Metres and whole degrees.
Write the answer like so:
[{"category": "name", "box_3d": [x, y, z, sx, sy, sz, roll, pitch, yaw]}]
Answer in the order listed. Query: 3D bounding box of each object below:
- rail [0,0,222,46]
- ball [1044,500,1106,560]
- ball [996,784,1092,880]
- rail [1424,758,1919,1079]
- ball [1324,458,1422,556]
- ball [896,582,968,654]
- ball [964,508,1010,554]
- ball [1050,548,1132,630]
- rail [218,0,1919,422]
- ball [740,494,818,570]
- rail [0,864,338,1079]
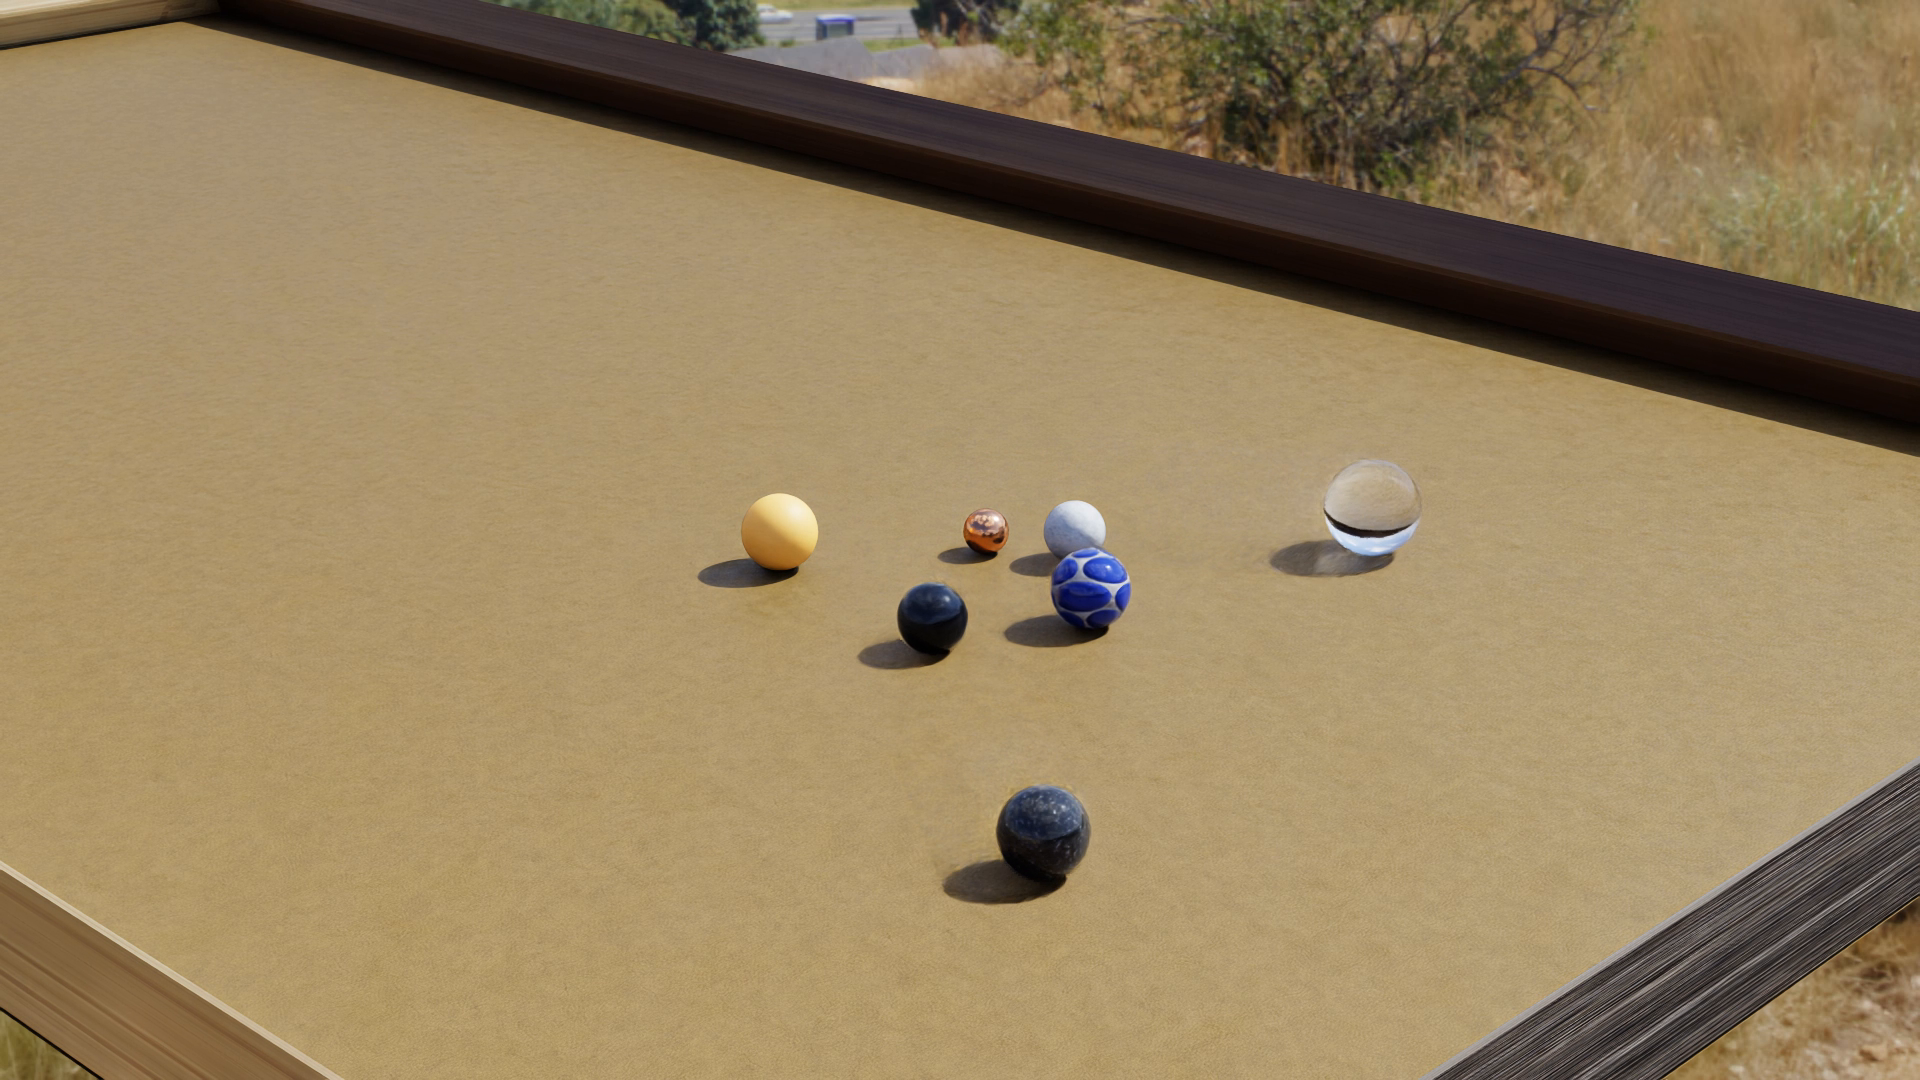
[{"category": "rail", "box_3d": [-1.945, -0.705, 4.378, 0.045, 0.115, 1.978, 19, 28, 40]}, {"category": "ball", "box_3d": [0.104, -0.008, 2.662, 0.057, 0.057, 0.057, 0, 21, 0]}, {"category": "ball", "box_3d": [0.060, 0.207, 2.091, 0.068, 0.068, 0.068, 0, 21, 0]}, {"category": "rail", "box_3d": [0.637, 0.199, 2.045, 0.045, 0.115, 1.978, 19, 28, 40]}, {"category": "ball", "box_3d": [0.375, -0.030, 2.675, 0.089, 0.089, 0.089, 0, 21, 0]}, {"category": "ball", "box_3d": [-0.023, 0.065, 2.470, 0.060, 0.060, 0.060, 0, 21, 0]}, {"category": "ball", "box_3d": [0.024, -0.008, 2.683, 0.042, 0.042, 0.042, 0, 21, 0]}, {"category": "ball", "box_3d": [0.112, 0.041, 2.518, 0.069, 0.069, 0.069, 0, 21, 0]}, {"category": "rail", "box_3d": [0.018, -0.503, 3.858, 3.643, 0.115, 0.045, 19, 28, 40]}, {"category": "ball", "box_3d": [-0.162, -0.007, 2.643, 0.069, 0.069, 0.069, 0, 21, 0]}, {"category": "rail", "box_3d": [-1.326, -0.003, 2.565, 3.643, 0.115, 0.045, 19, 28, 40]}]
